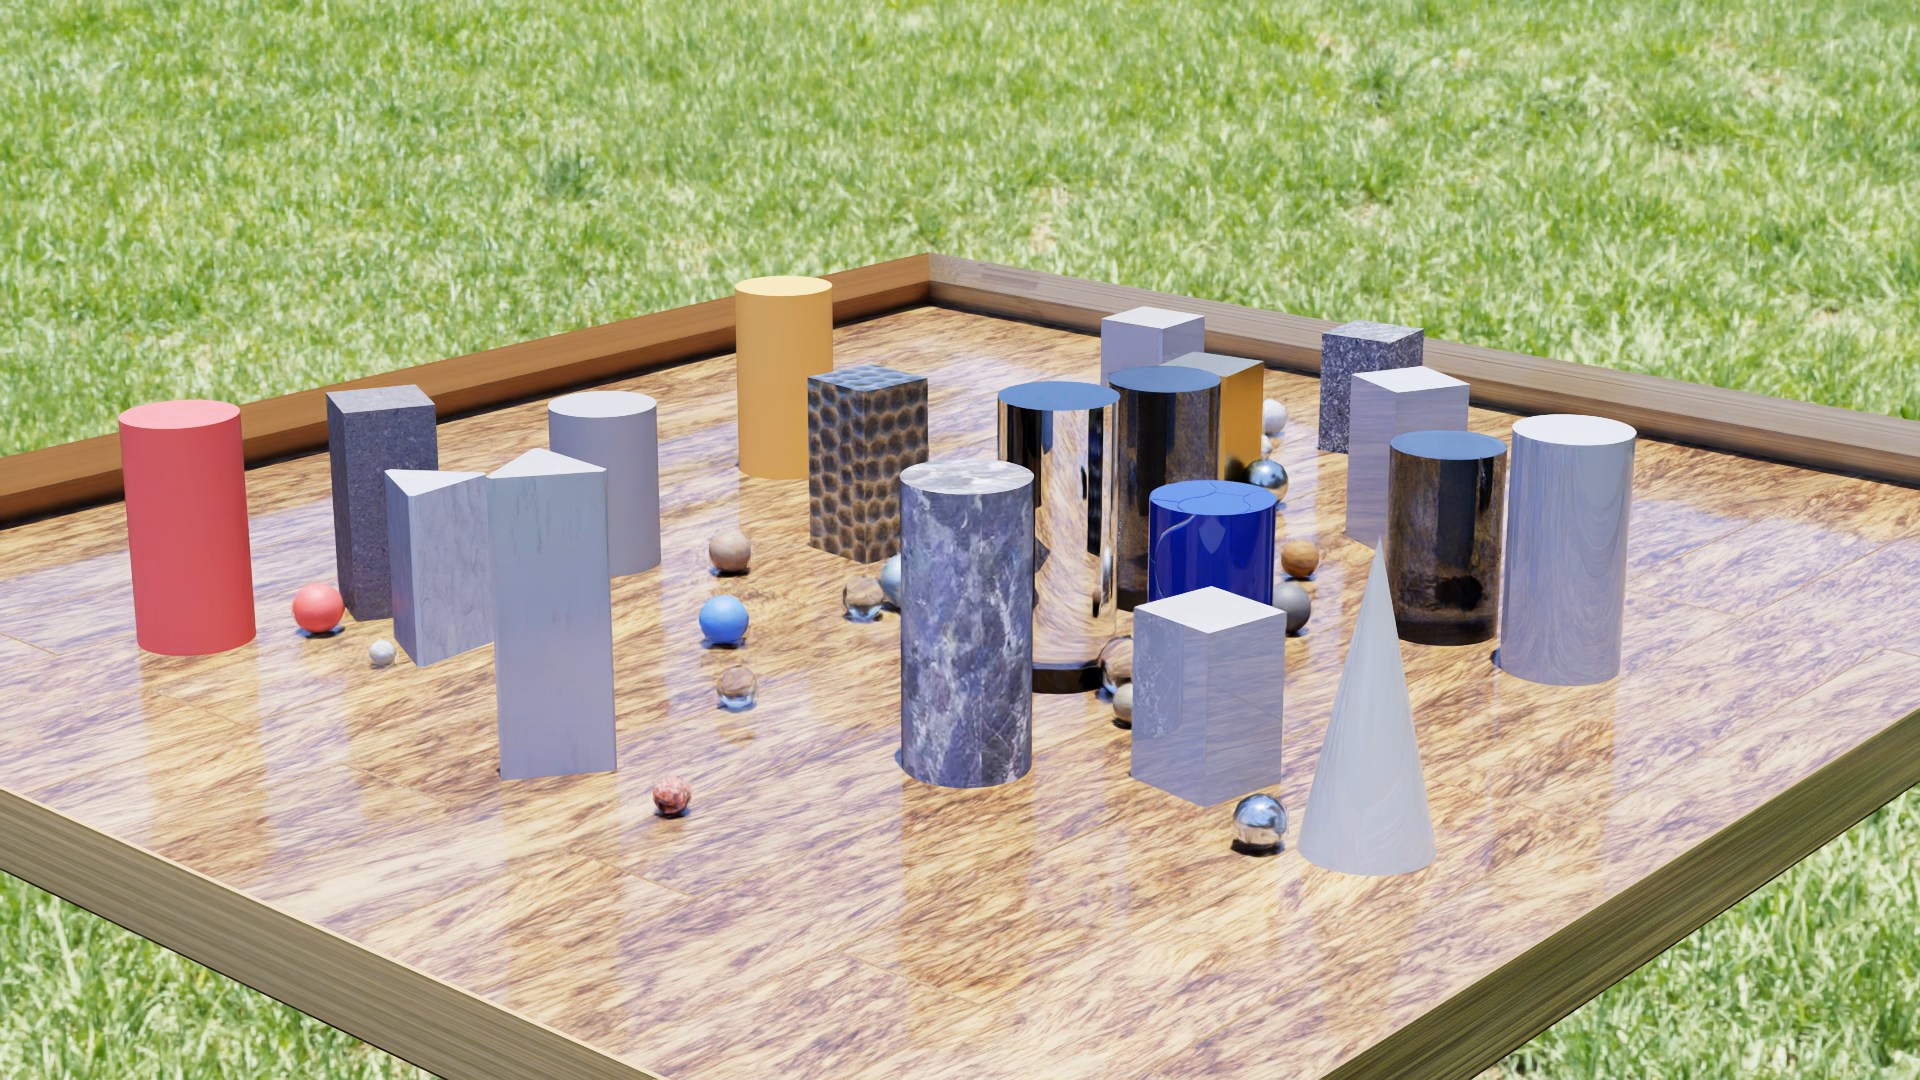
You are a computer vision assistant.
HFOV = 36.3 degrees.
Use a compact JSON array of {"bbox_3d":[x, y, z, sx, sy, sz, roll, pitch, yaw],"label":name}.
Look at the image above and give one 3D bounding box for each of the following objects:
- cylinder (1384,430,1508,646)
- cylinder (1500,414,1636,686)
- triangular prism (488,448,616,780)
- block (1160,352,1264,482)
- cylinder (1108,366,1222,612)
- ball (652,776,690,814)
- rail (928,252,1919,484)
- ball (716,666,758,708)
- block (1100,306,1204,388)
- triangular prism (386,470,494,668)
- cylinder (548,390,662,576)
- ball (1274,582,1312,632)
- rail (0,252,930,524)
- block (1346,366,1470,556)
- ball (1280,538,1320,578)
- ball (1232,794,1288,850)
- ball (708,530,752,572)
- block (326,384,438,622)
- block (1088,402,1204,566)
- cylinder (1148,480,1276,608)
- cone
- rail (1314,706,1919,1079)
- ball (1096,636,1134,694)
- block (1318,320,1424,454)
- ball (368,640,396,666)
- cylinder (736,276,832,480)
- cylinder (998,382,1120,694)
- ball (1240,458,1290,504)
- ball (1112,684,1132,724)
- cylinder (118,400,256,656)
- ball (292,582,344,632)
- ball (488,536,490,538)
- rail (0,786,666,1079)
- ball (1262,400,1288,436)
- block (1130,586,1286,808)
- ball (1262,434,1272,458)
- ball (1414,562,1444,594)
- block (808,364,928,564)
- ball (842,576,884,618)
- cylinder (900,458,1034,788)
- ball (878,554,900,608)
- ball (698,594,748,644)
[{"bbox_3d":[0.810,-0.005,4.907,0.193,0.320,0.193,0,17,0],"label":"cylinder"},{"bbox_3d":[0.974,0.015,4.708,0.193,0.397,0.193,0,17,0],"label":"cylinder"},{"bbox_3d":[-0.605,0.105,4.304,0.167,0.459,0.145,-4,17,-13],"label":"triangular prism"},{"bbox_3d":[0.482,-0.212,5.687,0.154,0.266,0.154,11,20,31],"label":"block"},{"bbox_3d":[0.348,-0.087,5.053,0.193,0.393,0.193,0,17,0],"label":"cylinder"},{"bbox_3d":[-0.409,0.362,4.155,0.053,0.053,0.053,0,17,0],"label":"ball"},{"bbox_3d":[1.149,-0.351,6.387,3.297,0.125,0.045,14,22,39],"label":"rail"},{"bbox_3d":[-0.348,0.229,4.575,0.065,0.065,0.065,0,17,0],"label":"ball"},{"bbox_3d":[0.402,-0.340,6.128,0.154,0.256,0.154,13,21,36],"label":"block"},{"bbox_3d":[-0.885,0.036,4.823,0.145,0.290,0.167,12,21,35],"label":"triangular prism"},{"bbox_3d":[-0.638,-0.102,5.274,0.193,0.294,0.193,0,17,0],"label":"cylinder"},{"bbox_3d":[0.549,0.113,4.925,0.084,0.084,0.084,0,17,0],"label":"ball"},{"bbox_3d":[-1.227,-0.276,6.140,0.045,0.125,3.552,14,22,39],"label":"rail"},{"bbox_3d":[0.821,-0.145,5.392,0.154,0.309,0.154,-7,18,-23],"label":"block"},{"bbox_3d":[0.605,0.033,5.216,0.070,0.070,0.070,0,17,0],"label":"ball"},{"bbox_3d":[0.412,0.387,4.031,0.076,0.076,0.076,0,17,0],"label":"ball"},{"bbox_3d":[-0.411,0.020,5.246,0.078,0.078,0.078,0,17,0],"label":"ball"},{"bbox_3d":[-0.983,-0.065,5.024,0.154,0.366,0.154,-7,18,-21],"label":"block"},{"bbox_3d":[0.337,-0.105,5.350,0.154,0.255,0.154,-7,18,-23],"label":"block"},{"bbox_3d":[0.384,0.102,4.505,0.193,0.348,0.193,0,17,0],"label":"cylinder"},{"bbox_3d":[0.560,0.209,3.973,0.193,0.450,0.193,0,17,0],"label":"cone"},{"bbox_3d":[1.227,0.339,4.101,0.045,0.125,3.552,14,22,39],"label":"rail"},{"bbox_3d":[0.263,0.200,4.617,0.097,0.097,0.097,0,17,0],"label":"ball"},{"bbox_3d":[0.848,-0.311,6.048,0.154,0.247,0.154,11,20,33],"label":"block"},{"bbox_3d":[-0.938,0.184,4.760,0.044,0.044,0.044,0,17,0],"label":"ball"},{"bbox_3d":[-0.351,-0.327,5.881,0.193,0.373,0.193,0,17,0],"label":"cylinder"},{"bbox_3d":[0.155,-0.005,4.661,0.193,0.462,0.193,0,17,0],"label":"cylinder"},{"bbox_3d":[0.587,-0.110,5.648,0.094,0.094,0.094,0,17,0],"label":"ball"},{"bbox_3d":[0.265,0.252,4.502,0.063,0.063,0.063,0,17,0],"label":"ball"},{"bbox_3d":[-1.276,-0.022,4.850,0.193,0.385,0.193,0,17,0],"label":"cylinder"},{"bbox_3d":[-1.077,0.114,4.922,0.084,0.084,0.084,0,17,0],"label":"ball"},{"bbox_3d":[-0.882,0.001,5.370,0.041,0.041,0.041,0,17,0],"label":"ball"},{"bbox_3d":[-1.149,0.414,3.853,3.297,0.125,0.045,14,22,39],"label":"rail"},{"bbox_3d":[0.651,-0.258,6.171,0.075,0.075,0.075,0,17,0],"label":"ball"},{"bbox_3d":[0.359,0.225,4.245,0.154,0.263,0.154,-13,21,-37],"label":"block"},{"bbox_3d":[0.602,-0.185,5.947,0.064,0.064,0.064,0,17,0],"label":"ball"},{"bbox_3d":[0.820,0.068,5.126,0.055,0.055,0.055,0,17,0],"label":"ball"},{"bbox_3d":[-0.167,-0.141,5.355,0.154,0.321,0.154,-15,23,-41],"label":"block"},{"bbox_3d":[-0.165,0.098,4.997,0.072,0.072,0.072,0,17,0],"label":"ball"},{"bbox_3d":[0.010,0.120,4.280,0.193,0.443,0.193,0,17,0],"label":"cylinder"},{"bbox_3d":[-0.092,0.070,5.049,0.095,0.095,0.095,0,17,0],"label":"ball"},{"bbox_3d":[-0.392,0.132,4.866,0.082,0.082,0.082,0,17,0],"label":"ball"}]
